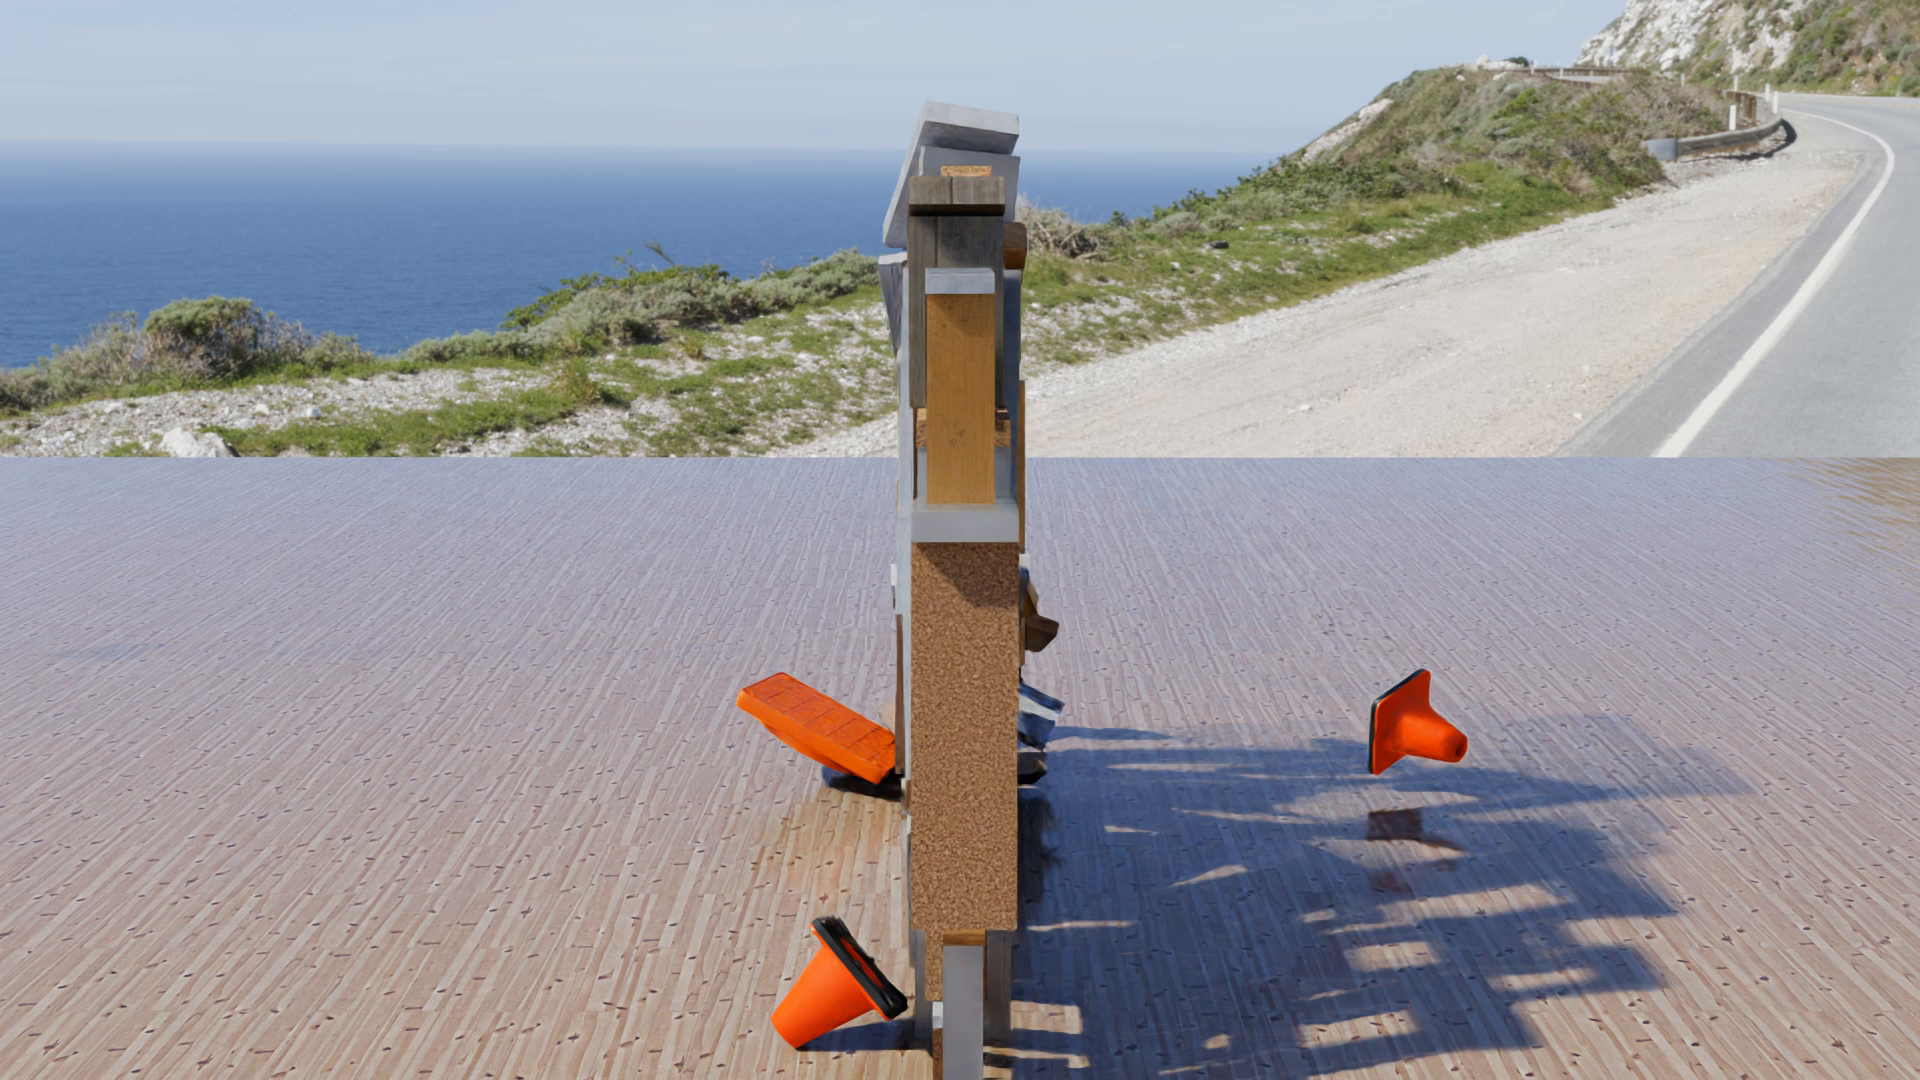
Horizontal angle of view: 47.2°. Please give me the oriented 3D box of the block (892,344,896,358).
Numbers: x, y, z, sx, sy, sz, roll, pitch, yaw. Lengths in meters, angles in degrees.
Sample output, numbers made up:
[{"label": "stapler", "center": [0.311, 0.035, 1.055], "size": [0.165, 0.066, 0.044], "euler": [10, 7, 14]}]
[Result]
[{"label": "block", "center": [-0.022, -0.241, 4.022], "size": [0.141, 0.283, 0.040], "euler": [-6, 24, 16]}]

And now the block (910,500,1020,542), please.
[{"label": "block", "center": [0.006, -0.026, 2.817], "size": [0.133, 0.038, 0.266], "euler": [0, 4, 0]}]

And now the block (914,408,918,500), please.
[{"label": "block", "center": [-0.002, -0.239, 3.289], "size": [0.133, 0.398, 0.038], "euler": [0, 8, 4]}]

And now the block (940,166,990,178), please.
[{"label": "block", "center": [0.006, -0.531, 3.462], "size": [0.077, 0.022, 0.155], "euler": [0, -30, -2]}]

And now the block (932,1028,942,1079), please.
[{"label": "block", "center": [-0.005, 0.675, 2.901], "size": [0.063, 0.125, 0.018], "euler": [0, 45, 0]}]

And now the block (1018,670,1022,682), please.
[{"label": "block", "center": [0.055, 0.326, 4.558], "size": [0.030, 0.108, 0.215], "euler": [16, 43, 31]}]

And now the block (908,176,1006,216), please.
[{"label": "block", "center": [-0.005, -0.468, 3.145], "size": [0.133, 0.038, 0.265], "euler": [0, -5, 0]}]

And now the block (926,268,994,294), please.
[{"label": "block", "center": [-0.001, -0.335, 2.837], "size": [0.086, 0.024, 0.173], "euler": [0, 10, -1]}]

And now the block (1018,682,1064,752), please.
[{"label": "block", "center": [0.089, 0.326, 4.373], "size": [0.215, 0.030, 0.108], "euler": [26, 53, 4]}]

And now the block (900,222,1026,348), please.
[{"label": "block", "center": [0.001, -0.378, 3.495], "size": [0.179, 0.051, 0.358], "euler": [2, -29, -3]}]

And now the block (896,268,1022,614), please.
[{"label": "block", "center": [-0.001, -0.149, 3.360], "size": [0.179, 0.526, 0.051], "euler": [1, 3, 3]}]

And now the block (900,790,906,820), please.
[{"label": "block", "center": [-0.006, 0.464, 3.787], "size": [0.174, 0.049, 0.347], "euler": [0, -9, 2]}]

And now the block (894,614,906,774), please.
[{"label": "block", "center": [-0.021, 0.218, 3.613], "size": [0.165, 0.330, 0.047], "euler": [0, -22, 1]}]

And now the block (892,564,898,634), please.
[{"label": "block", "center": [-0.018, 0.205, 3.944], "size": [0.176, 0.447, 0.050], "euler": [-3, 48, 2]}]

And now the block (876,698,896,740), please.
[{"label": "block", "center": [-0.092, 0.353, 4.434], "size": [0.117, 0.033, 0.234], "euler": [-28, 14, -6]}]

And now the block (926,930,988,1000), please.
[{"label": "block", "center": [-0.004, 0.441, 2.861], "size": [0.082, 0.323, 0.023], "euler": [0, 10, 0]}]

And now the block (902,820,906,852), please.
[{"label": "block", "center": [-0.003, 0.502, 3.710], "size": [0.174, 0.049, 0.347], "euler": [1, -9, 1]}]

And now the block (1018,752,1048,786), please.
[{"label": "block", "center": [0.081, 0.429, 4.096], "size": [0.132, 0.037, 0.265], "euler": [-2, -11, -5]}]

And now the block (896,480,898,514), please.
[{"label": "block", "center": [-0.007, -0.009, 3.552], "size": [0.165, 0.047, 0.330], "euler": [-1, -22, 3]}]

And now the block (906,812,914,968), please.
[{"label": "block", "center": [0.000, 0.521, 3.258], "size": [0.155, 0.310, 0.044], "euler": [0, 42, 0]}]

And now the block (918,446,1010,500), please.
[{"label": "block", "center": [0.005, -0.007, 2.976], "size": [0.124, 0.248, 0.035], "euler": [0, 10, -1]}]

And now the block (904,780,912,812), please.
[{"label": "block", "center": [-0.001, 0.378, 3.238], "size": [0.155, 0.044, 0.310], "euler": [0, -7, 0]}]

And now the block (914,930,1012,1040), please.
[{"label": "block", "center": [0.004, 0.584, 3.013], "size": [0.132, 0.265, 0.037], "euler": [0, 38, 0]}]

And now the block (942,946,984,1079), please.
[{"label": "block", "center": [0.004, 0.622, 2.822], "size": [0.053, 0.248, 0.015], "euler": [0, 23, 0]}]

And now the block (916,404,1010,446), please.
[{"label": "block", "center": [0.003, -0.159, 3.034], "size": [0.124, 0.035, 0.248], "euler": [0, 8, 0]}]

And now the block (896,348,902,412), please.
[{"label": "block", "center": [-0.007, -0.144, 3.631], "size": [0.179, 0.358, 0.051], "euler": [-1, 30, 2]}]

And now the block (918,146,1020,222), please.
[{"label": "block", "center": [0.002, -0.483, 3.651], "size": [0.160, 0.320, 0.045], "euler": [4, 8, -9]}]

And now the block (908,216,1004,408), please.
[{"label": "block", "center": [-0.006, -0.319, 3.086], "size": [0.133, 0.266, 0.038], "euler": [0, 6, -1]}]

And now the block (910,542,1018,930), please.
[{"label": "block", "center": [0.006, 0.244, 2.763], "size": [0.133, 0.492, 0.038], "euler": [0, 6, 0]}]

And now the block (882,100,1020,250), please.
[{"label": "block", "center": [-0.019, -0.610, 3.746], "size": [0.160, 0.045, 0.320], "euler": [7, -34, -12]}]

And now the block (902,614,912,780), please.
[{"label": "block", "center": [-0.007, 0.192, 3.454], "size": [0.165, 0.373, 0.047], "euler": [-1, -3, -3]}]

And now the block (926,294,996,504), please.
[{"label": "block", "center": [0.001, -0.181, 2.812], "size": [0.086, 0.270, 0.024], "euler": [0, 13, 0]}]

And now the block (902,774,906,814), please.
[{"label": "block", "center": [-0.009, 0.351, 3.703], "size": [0.174, 0.049, 0.347], "euler": [-1, 23, 0]}]

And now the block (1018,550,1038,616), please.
[{"label": "block", "center": [0.029, 0.035, 4.013], "size": [0.152, 0.303, 0.043], "euler": [-9, 46, 14]}]

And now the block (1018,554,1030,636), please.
[{"label": "block", "center": [0.023, 0.141, 4.048], "size": [0.176, 0.353, 0.050], "euler": [5, 55, -2]}]

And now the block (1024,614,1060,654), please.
[{"label": "block", "center": [0.083, 0.168, 4.512], "size": [0.215, 0.030, 0.108], "euler": [19, -28, -11]}]

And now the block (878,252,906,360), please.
[{"label": "block", "center": [-0.034, -0.339, 3.888], "size": [0.160, 0.357, 0.045], "euler": [-9, 27, 2]}]

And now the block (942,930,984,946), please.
[{"label": "block", "center": [0.004, 0.496, 2.804], "size": [0.053, 0.015, 0.105], "euler": [0, 5, 0]}]

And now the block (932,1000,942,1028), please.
[{"label": "block", "center": [-0.005, 0.609, 2.894], "size": [0.063, 0.018, 0.125], "euler": [0, 11, 0]}]

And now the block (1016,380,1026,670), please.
[{"label": "block", "center": [0.053, -0.032, 4.229], "size": [0.141, 0.613, 0.040], "euler": [15, 32, 26]}]
